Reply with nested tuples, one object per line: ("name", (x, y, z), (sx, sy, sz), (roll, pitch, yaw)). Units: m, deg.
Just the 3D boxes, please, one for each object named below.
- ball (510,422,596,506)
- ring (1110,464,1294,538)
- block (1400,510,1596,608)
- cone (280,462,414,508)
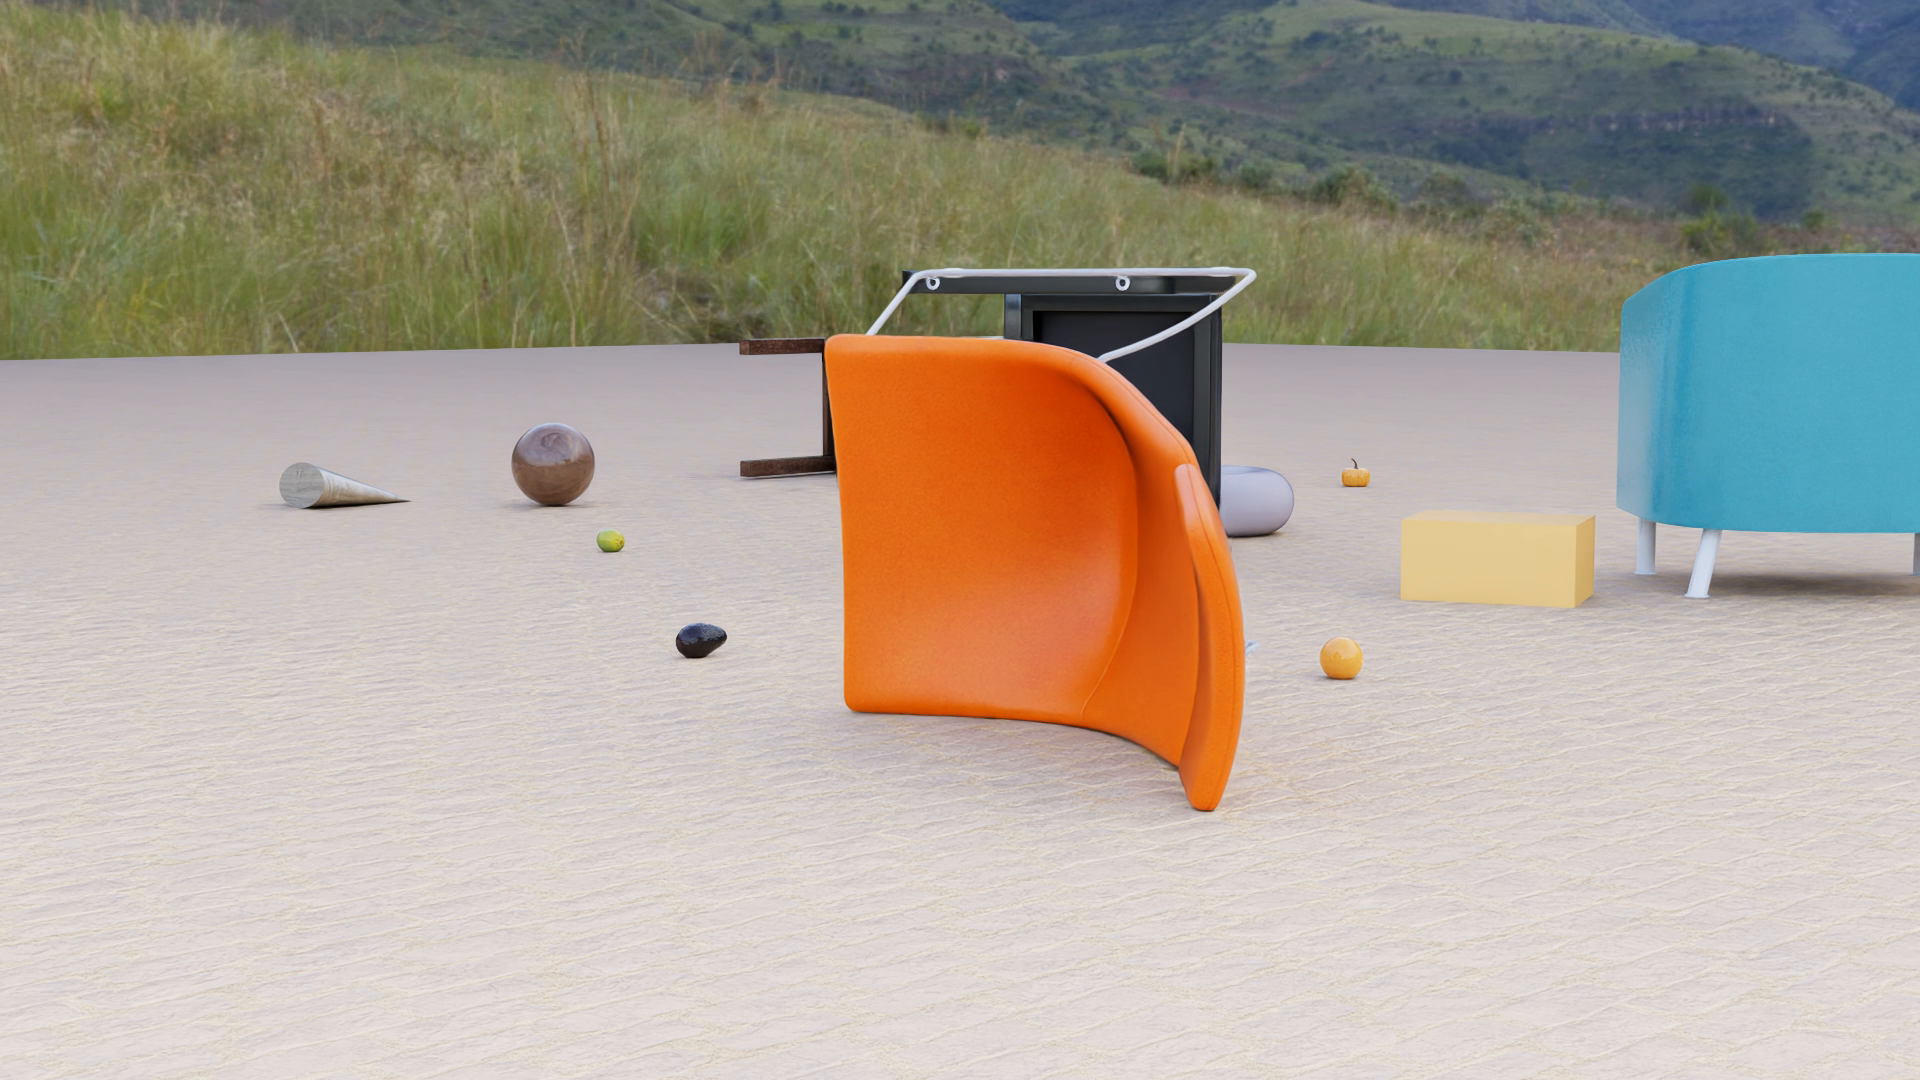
("ball", (-1.166, -0.218, 7.355), (0.240, 0.240, 0.240), (0, 6, 0))
("ring", (0.622, -0.100, 6.609), (0.478, 0.163, 0.404), (1, 7, 16))
("block", (1.107, 0.035, 5.274), (0.350, 0.164, 0.245), (2, 6, 22))
("cone", (-1.737, -0.135, 7.408), (0.351, 0.131, 0.315), (9, -2, -37))
